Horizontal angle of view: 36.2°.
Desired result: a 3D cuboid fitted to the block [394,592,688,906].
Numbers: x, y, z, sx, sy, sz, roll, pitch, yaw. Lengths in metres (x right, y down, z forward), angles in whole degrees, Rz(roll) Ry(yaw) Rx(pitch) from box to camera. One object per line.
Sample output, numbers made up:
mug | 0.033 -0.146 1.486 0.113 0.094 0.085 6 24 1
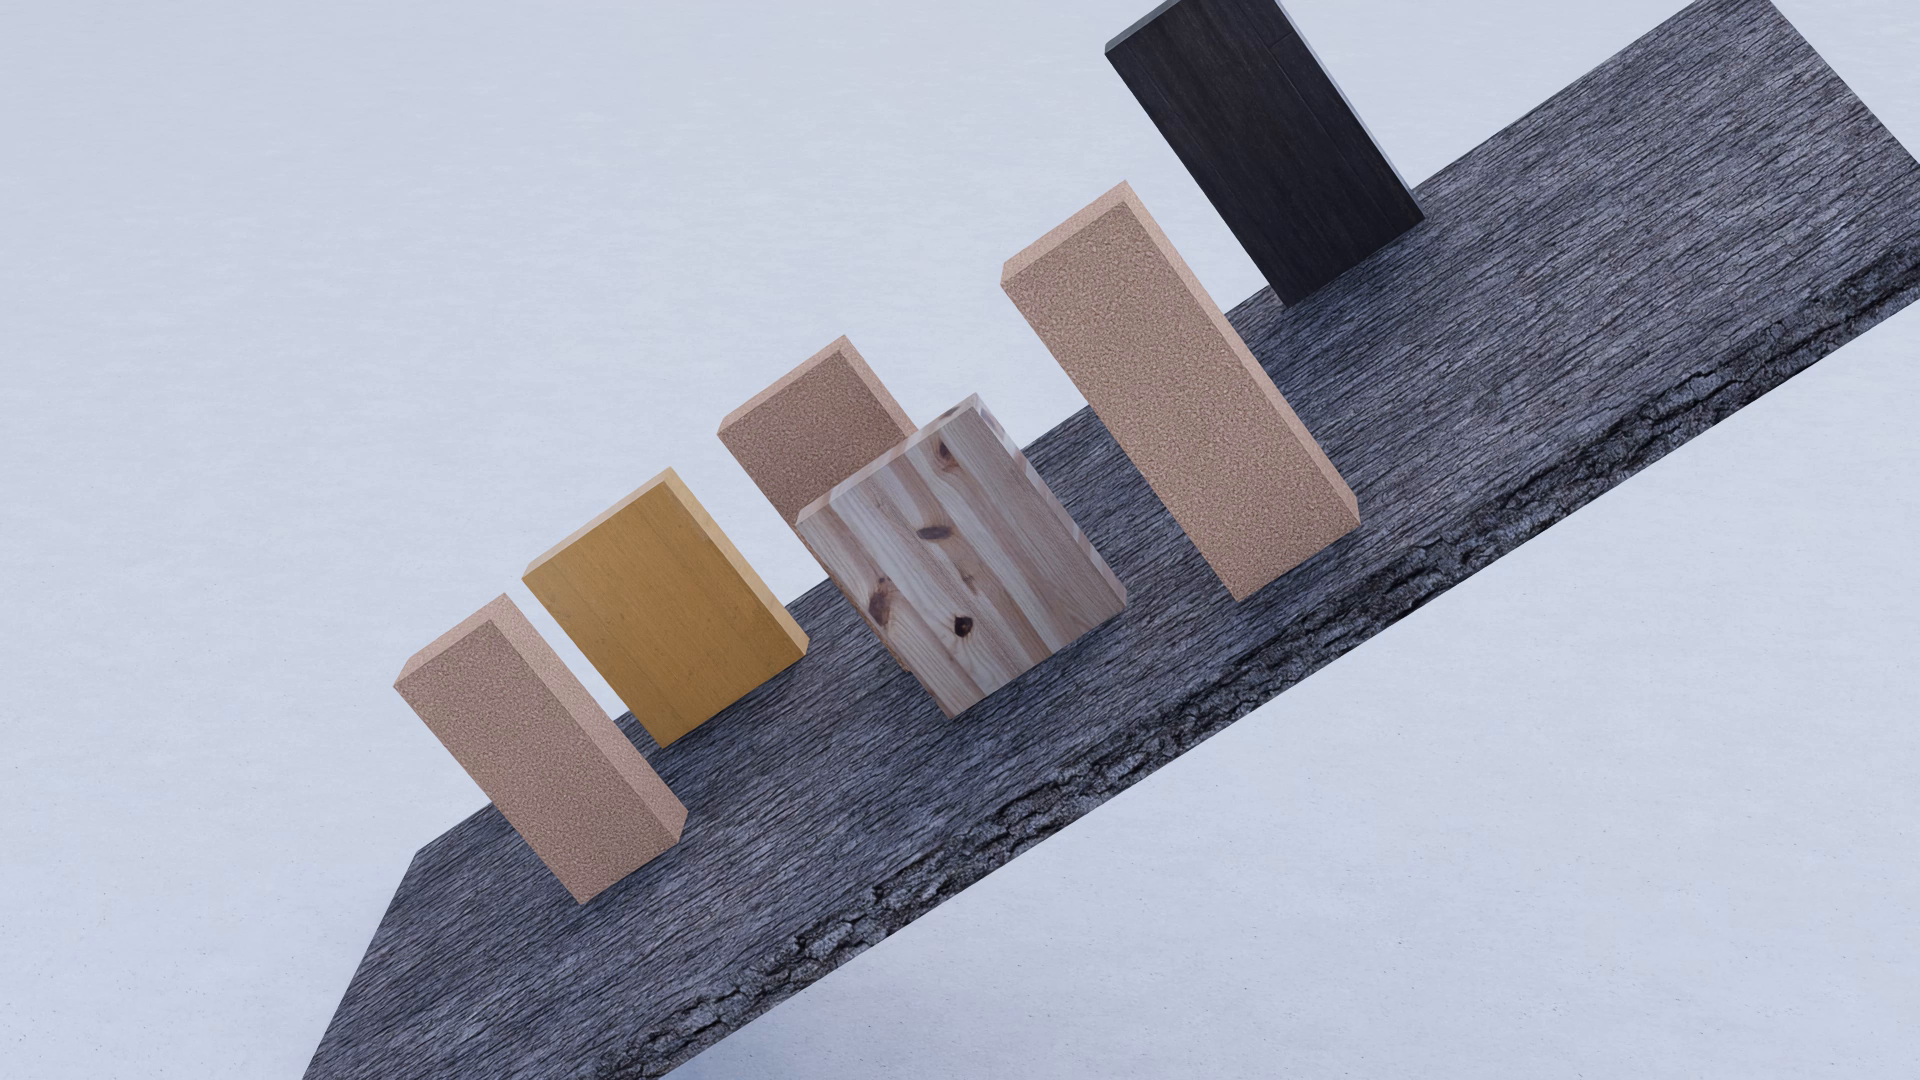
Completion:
block | -0.911 0.459 6.427 0.276 0.646 0.146 -33 16 16

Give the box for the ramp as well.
ramp | 0.132 0.177 6.315 4.000 0.100 2.000 -33 16 16

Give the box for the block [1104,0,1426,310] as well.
block | 0.692 -0.927 6.665 0.375 0.730 0.108 -33 16 16

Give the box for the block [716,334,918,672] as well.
block | -0.181 -0.074 6.282 0.327 0.669 0.107 -33 16 16

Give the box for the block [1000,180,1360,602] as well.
block | 0.406 -0.267 5.375 0.271 0.749 0.141 -33 16 16

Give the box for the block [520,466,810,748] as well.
block | -0.698 0.164 6.994 0.435 0.541 0.097 -33 16 16

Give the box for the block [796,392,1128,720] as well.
block | 0.005 0.036 5.843 0.435 0.514 0.085 -33 16 16
